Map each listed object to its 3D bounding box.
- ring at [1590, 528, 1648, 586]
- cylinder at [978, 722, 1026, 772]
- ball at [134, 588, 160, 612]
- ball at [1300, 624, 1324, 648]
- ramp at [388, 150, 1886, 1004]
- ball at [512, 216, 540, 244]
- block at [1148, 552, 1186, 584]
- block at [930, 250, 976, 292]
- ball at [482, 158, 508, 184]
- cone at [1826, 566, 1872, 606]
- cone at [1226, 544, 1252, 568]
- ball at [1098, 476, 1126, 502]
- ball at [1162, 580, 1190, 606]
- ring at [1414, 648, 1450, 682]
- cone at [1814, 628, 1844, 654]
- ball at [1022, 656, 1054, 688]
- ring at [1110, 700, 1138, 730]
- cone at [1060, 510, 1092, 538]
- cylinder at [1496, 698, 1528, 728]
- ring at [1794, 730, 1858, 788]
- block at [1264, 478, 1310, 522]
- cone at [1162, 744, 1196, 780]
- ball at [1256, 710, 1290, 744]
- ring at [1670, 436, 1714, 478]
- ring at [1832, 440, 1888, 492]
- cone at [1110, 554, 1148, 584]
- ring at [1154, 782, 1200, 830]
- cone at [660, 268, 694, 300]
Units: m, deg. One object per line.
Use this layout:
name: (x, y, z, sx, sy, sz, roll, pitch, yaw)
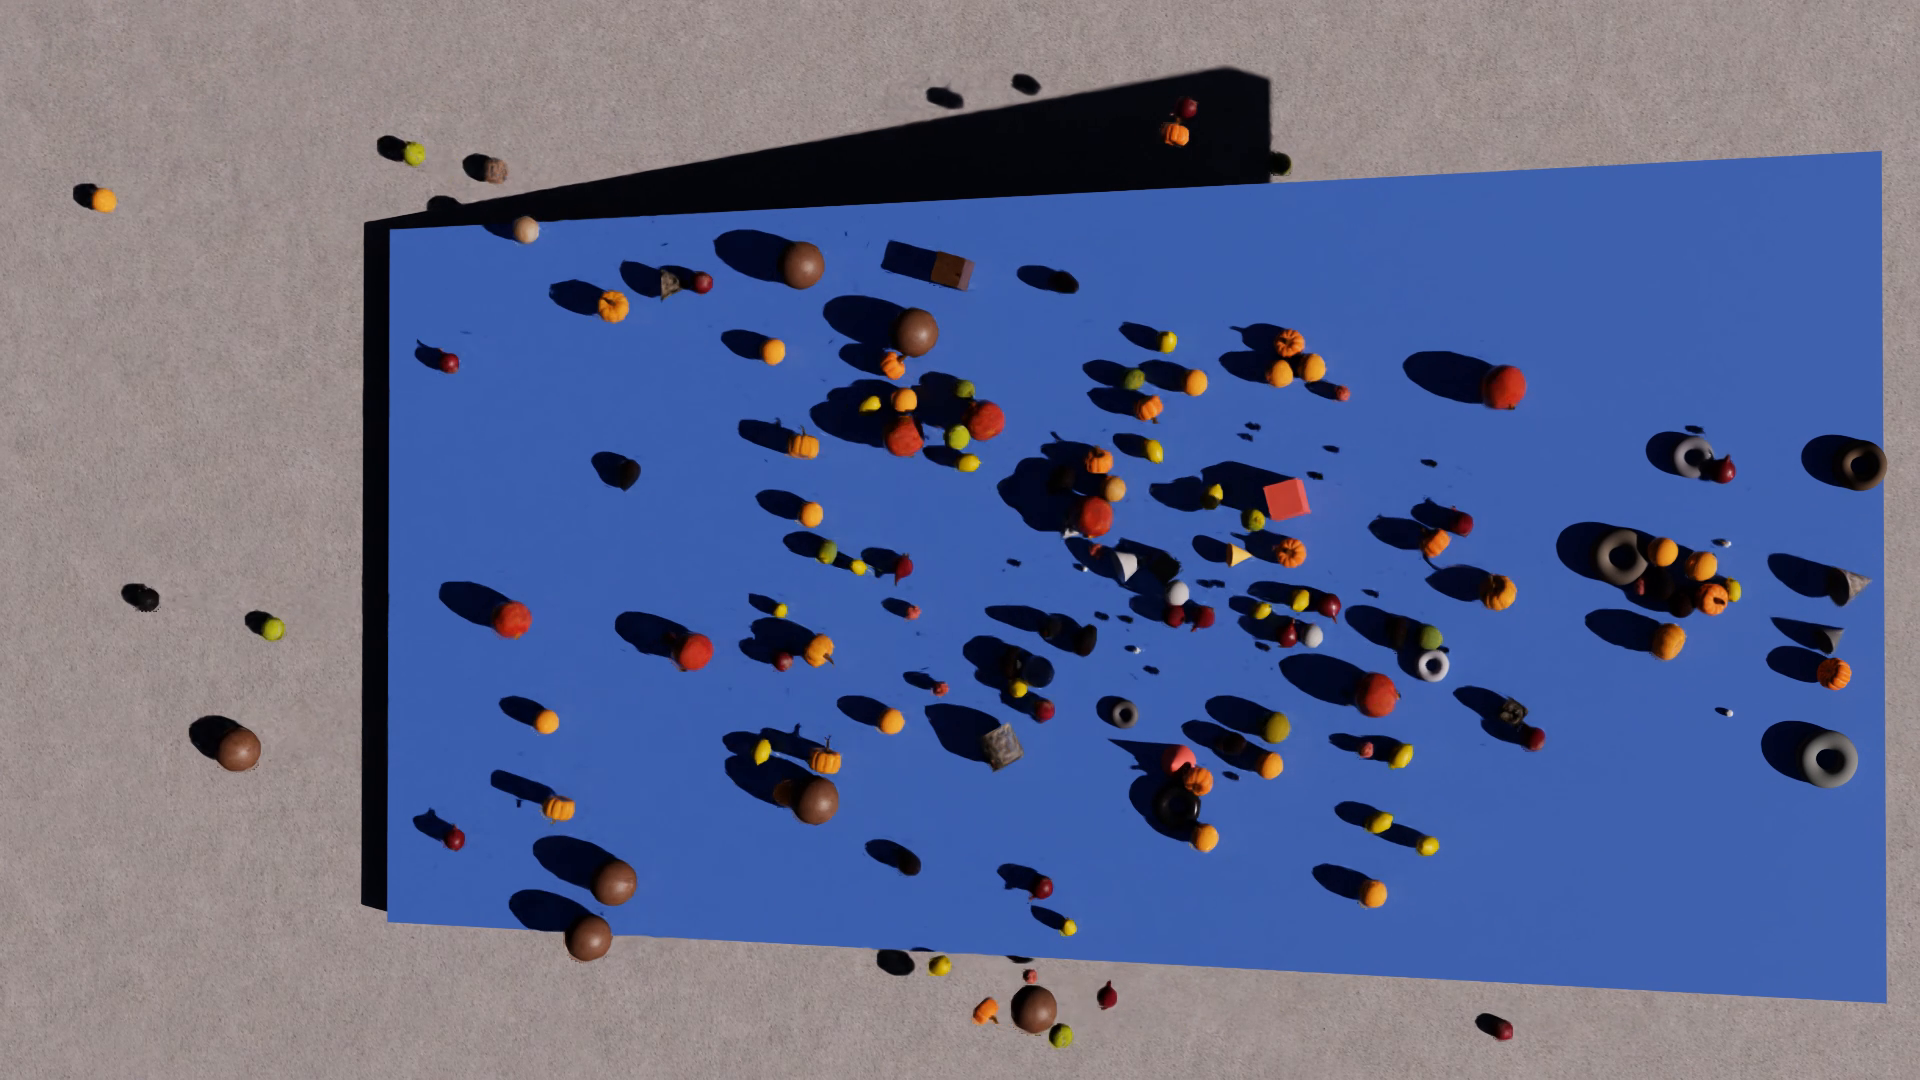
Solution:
ring: (1.592, 0.041, 5.315, 0.139, 0.046, 0.139, -1, 88, 16)
cylinder: (0.109, 0.541, 5.744, 0.094, 0.094, 0.094, -27, 82, 0)
ball: (-2.370, 0.175, 6.410, 0.070, 0.070, 0.070, 0, 89, 0)
ball: (0.883, 0.241, 5.527, 0.060, 0.060, 0.060, 0, 89, 0)
ramp: (0.274, 0.094, 5.802, 4.000, 0.100, 2.000, 0, 89, 17)
ball: (-1.222, -0.872, 6.190, 0.078, 0.078, 0.078, 0, 89, 0)
block: (0.531, 0.071, 5.639, 0.060, 0.060, 0.060, 43, 101, 13)
block: (-0.020, -0.710, 5.811, 0.080, 0.080, 0.080, 18, 95, 17)
ball: (-1.356, -1.075, 6.415, 0.077, 0.077, 0.077, 0, 89, 0)
cone: (2.100, 0.100, 5.158, 0.093, 0.093, 0.093, -10, 89, -10)
cone: (0.716, 0.039, 5.598, 0.063, 0.063, 0.063, 0, 89, -9)
ball: (0.394, -0.132, 5.679, 0.071, 0.071, 0.071, 0, 89, 0)
ball: (0.551, 0.136, 5.610, 0.067, 0.067, 0.067, 0, 89, 0)
ring: (1.169, 0.311, 5.453, 0.086, 0.029, 0.086, 0, 89, 19)
cone: (2.058, 0.224, 5.176, 0.067, 0.067, 0.067, -25, 89, -12)
ball: (0.203, 0.344, 5.723, 0.086, 0.086, 0.086, 0, 89, 0)
ring: (0.425, 0.451, 5.685, 0.077, 0.026, 0.077, 0, 90, 18)
cone: (0.310, -0.032, 5.722, 0.078, 0.078, 0.078, 18, 89, -16)
cylinder: (1.352, 0.423, 5.378, 0.057, 0.057, 0.057, 35, 89, 15)
ring: (2.037, 0.515, 5.170, 0.139, 0.046, 0.139, 0, 91, 18)
block: (0.823, -0.101, 5.533, 0.085, 0.085, 0.085, -15, 82, 19)
cone: (0.548, 0.571, 5.610, 0.091, 0.091, 0.091, 0, 89, 17)
ball: (0.790, 0.471, 5.539, 0.084, 0.084, 0.084, 0, 89, 0)
ring: (1.755, -0.199, 5.274, 0.103, 0.034, 0.103, -1, 88, 19)
ring: (2.111, -0.175, 5.160, 0.121, 0.040, 0.121, -1, 88, 16)
cone: (0.450, 0.056, 5.674, 0.090, 0.090, 0.090, -27, 89, 8)
ring: (0.555, 0.680, 5.633, 0.123, 0.041, 0.123, 0, 90, 16)
cone: (-0.780, -0.707, 6.069, 0.090, 0.090, 0.090, -3, 89, -9)
